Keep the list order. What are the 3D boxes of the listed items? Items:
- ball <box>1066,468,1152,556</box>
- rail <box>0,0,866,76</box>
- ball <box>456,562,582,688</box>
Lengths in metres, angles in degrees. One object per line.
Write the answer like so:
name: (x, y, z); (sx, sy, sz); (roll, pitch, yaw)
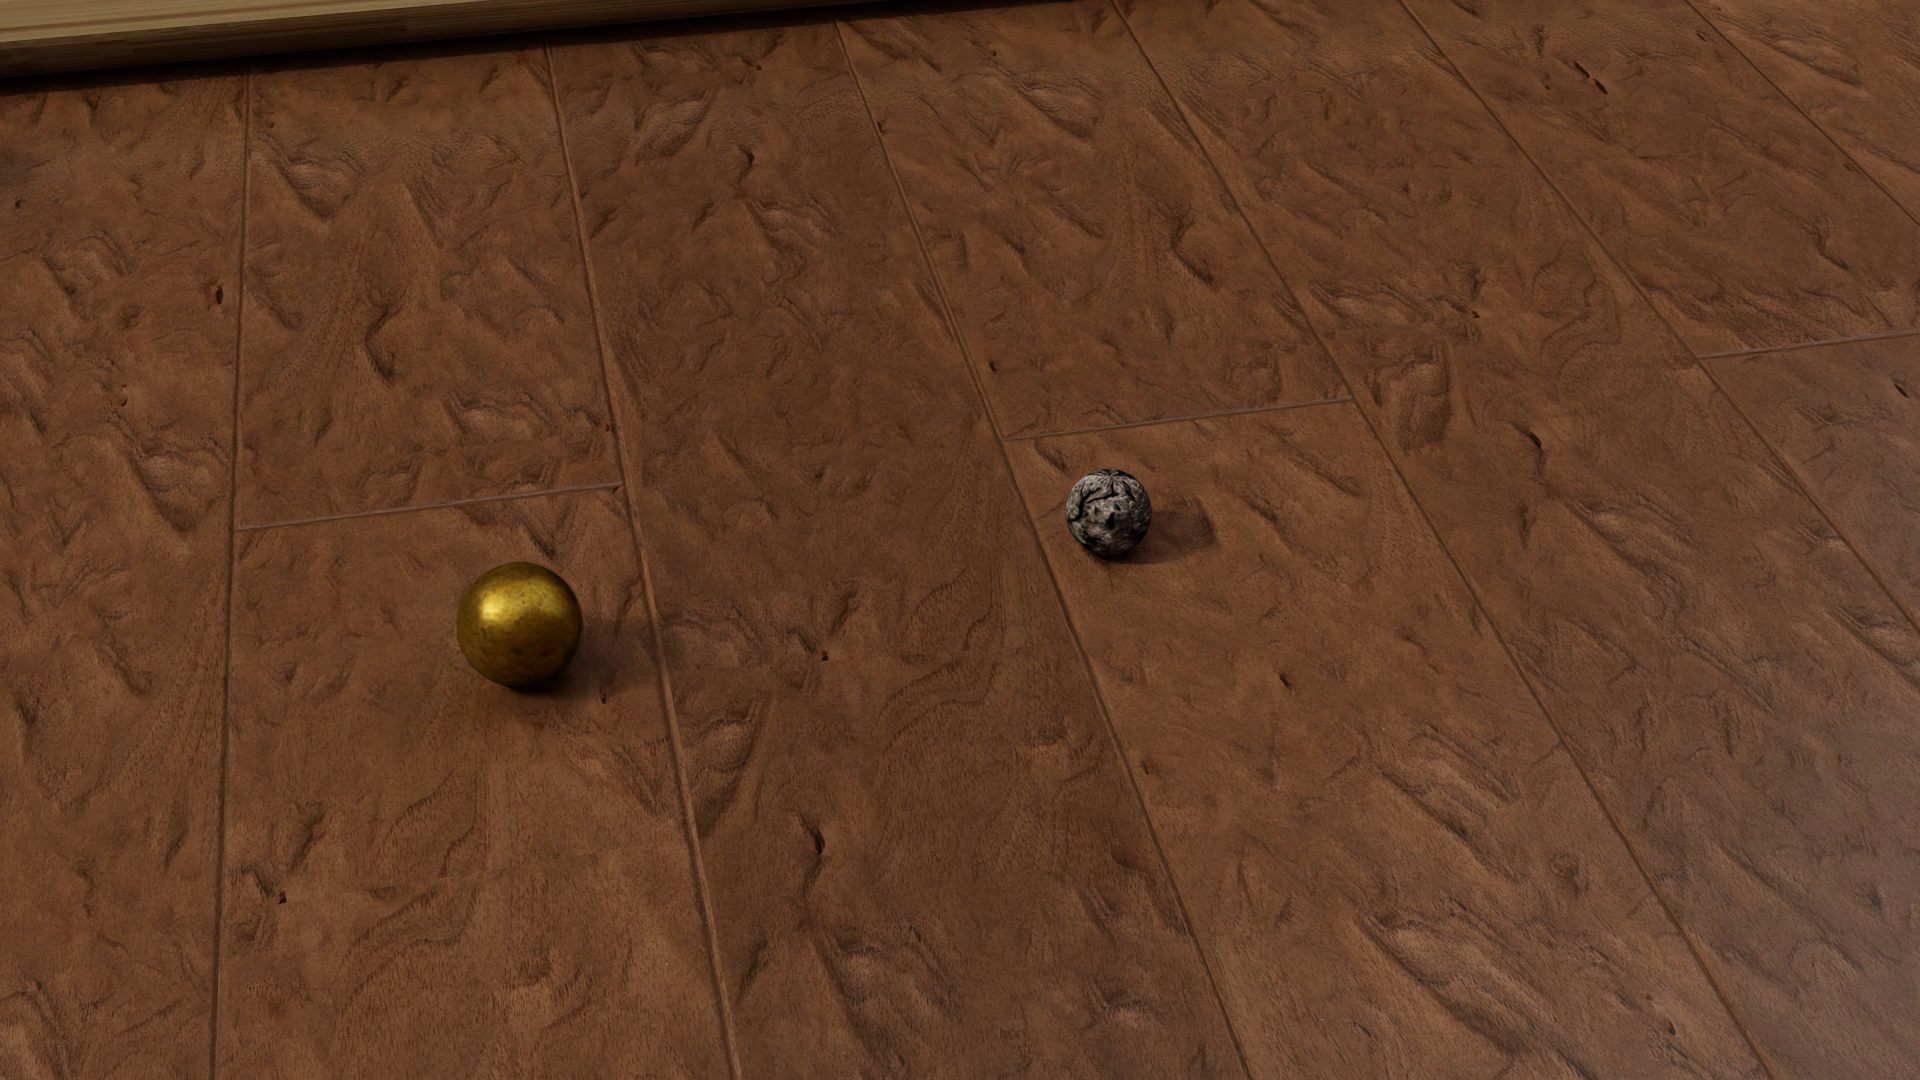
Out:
ball: (0.093, -0.017, 1.603); (0.054, 0.054, 0.054); (0, 36, 0)
rail: (0.583, -0.586, 2.345); (3.077, 0.095, 0.045); (-7, 37, -10)
ball: (-0.257, 0.049, 1.496); (0.073, 0.073, 0.073); (0, 36, 0)
